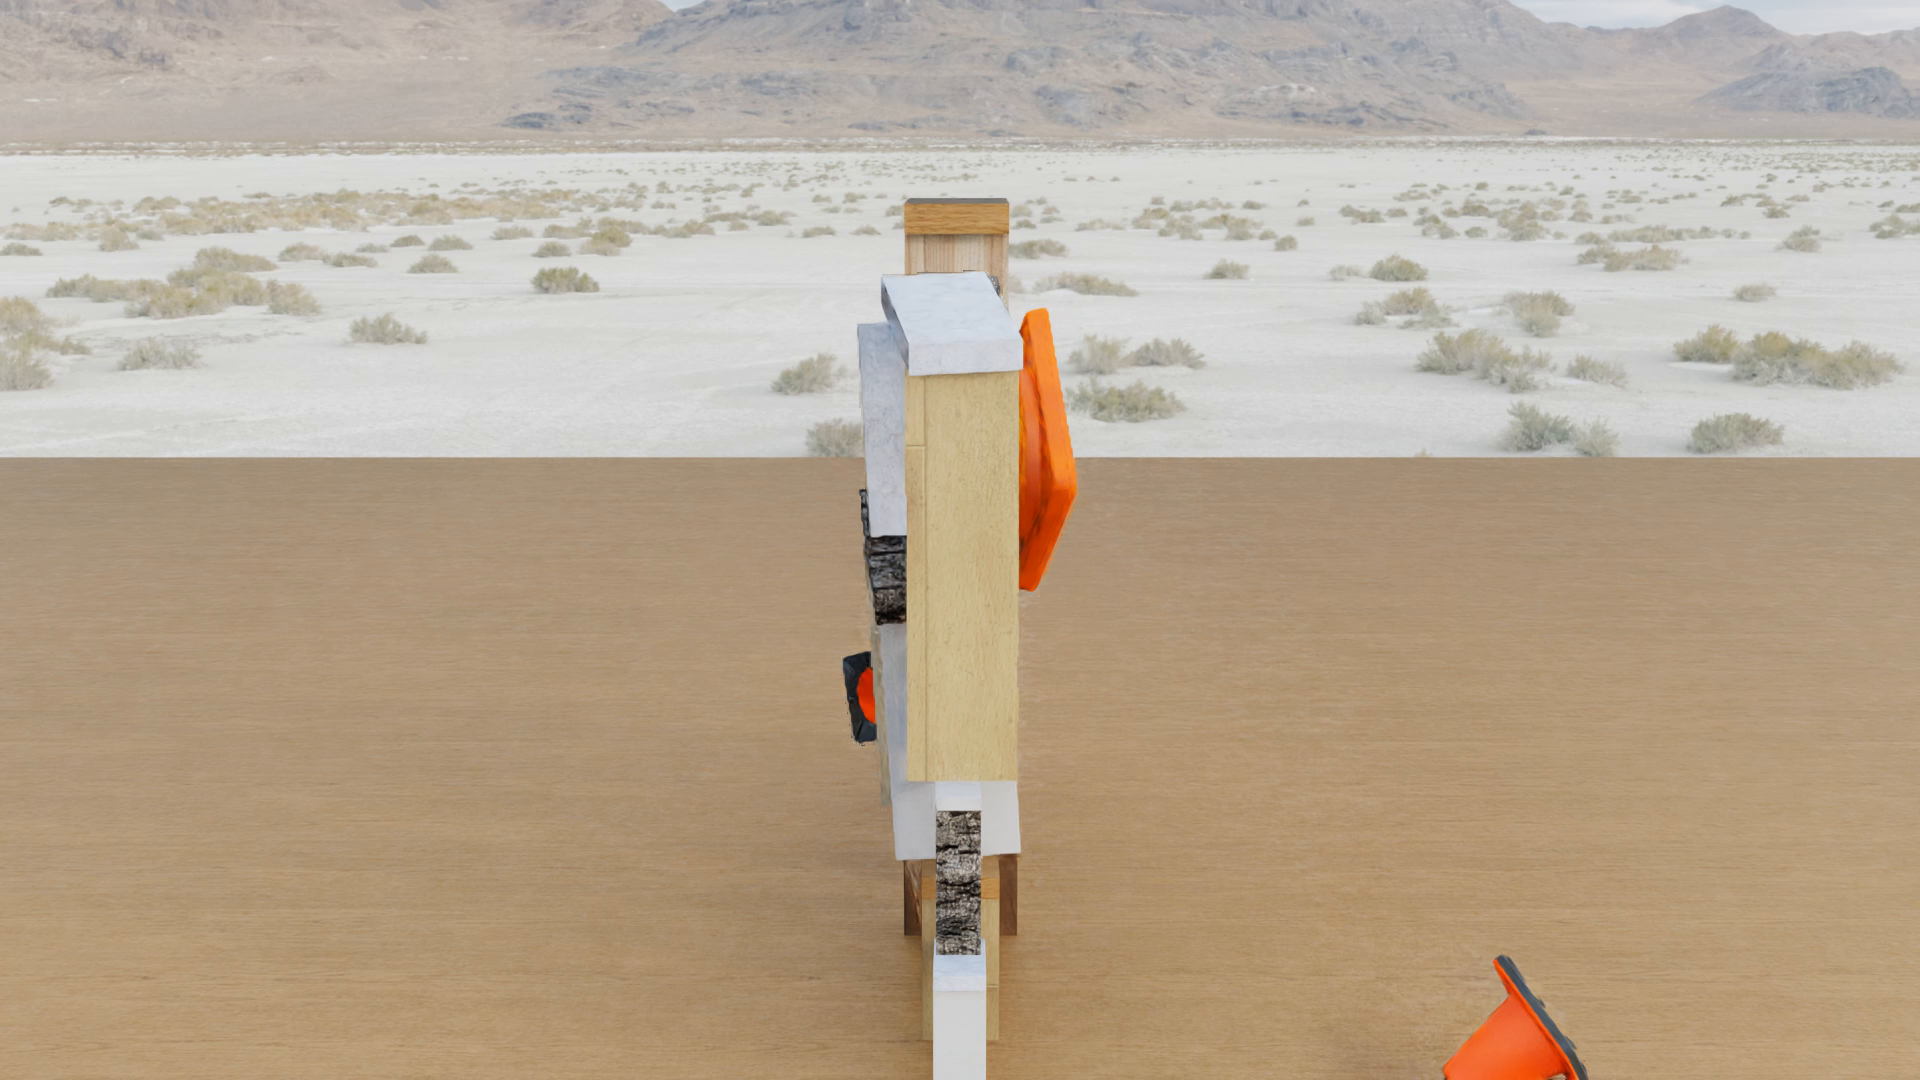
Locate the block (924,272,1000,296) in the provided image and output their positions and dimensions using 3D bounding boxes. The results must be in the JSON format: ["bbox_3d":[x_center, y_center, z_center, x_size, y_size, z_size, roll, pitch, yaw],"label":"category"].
[{"bbox_3d":[0.000,-0.389,3.420,0.118,0.034,0.237,3,10,-1],"label":"block"}]

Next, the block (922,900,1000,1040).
[{"bbox_3d":[0.001,0.592,3.073,0.107,0.214,0.030,0,11,0],"label":"block"}]

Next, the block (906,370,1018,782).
[{"bbox_3d":[0.003,0.047,2.958,0.149,0.563,0.042,0,10,-1],"label":"block"}]

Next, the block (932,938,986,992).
[{"bbox_3d":[-0.001,0.570,2.956,0.070,0.020,0.139,0,11,0],"label":"block"}]

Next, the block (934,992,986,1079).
[{"bbox_3d":[-0.001,0.657,2.925,0.070,0.140,0.020,0,11,0],"label":"block"}]

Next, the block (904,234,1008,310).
[{"bbox_3d":[-0.006,-0.335,3.613,0.169,0.337,0.048,0,11,0],"label":"block"}]

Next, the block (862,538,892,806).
[{"bbox_3d":[-0.044,0.193,3.308,0.176,0.403,0.050,-4,9,-3],"label":"block"}]

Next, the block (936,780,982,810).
[{"bbox_3d":[-0.003,0.339,2.972,0.060,0.017,0.121,0,10,-1],"label":"block"}]

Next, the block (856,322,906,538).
[{"bbox_3d":[-0.061,-0.159,3.110,0.149,0.299,0.042,-4,10,-4],"label":"block"}]

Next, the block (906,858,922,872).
[{"bbox_3d":[-0.031,0.436,3.307,0.085,0.024,0.169,-6,27,7],"label":"block"}]

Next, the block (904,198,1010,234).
[{"bbox_3d":[-0.004,-0.545,3.688,0.169,0.048,0.337,0,10,0],"label":"block"}]

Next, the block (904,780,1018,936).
[{"bbox_3d":[0.001,0.445,3.470,0.179,0.357,0.051,0,10,0],"label":"block"}]

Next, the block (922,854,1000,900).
[{"bbox_3d":[0.000,0.459,3.120,0.107,0.030,0.214,0,11,0],"label":"block"}]

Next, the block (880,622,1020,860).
[{"bbox_3d":[-0.013,0.268,3.085,0.176,0.352,0.050,-4,10,0],"label":"block"}]

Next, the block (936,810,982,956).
[{"bbox_3d":[-0.002,0.456,2.952,0.060,0.206,0.017,0,11,0],"label":"block"}]

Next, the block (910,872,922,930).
[{"bbox_3d":[-0.017,0.569,3.286,0.085,0.169,0.024,-10,9,1],"label":"block"}]

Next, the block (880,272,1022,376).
[{"bbox_3d":[-0.015,-0.298,2.994,0.149,0.042,0.299,-3,24,-8],"label":"block"}]

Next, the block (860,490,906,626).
[{"bbox_3d":[-0.045,0.013,3.157,0.176,0.050,0.352,-5,25,-4],"label":"block"}]
